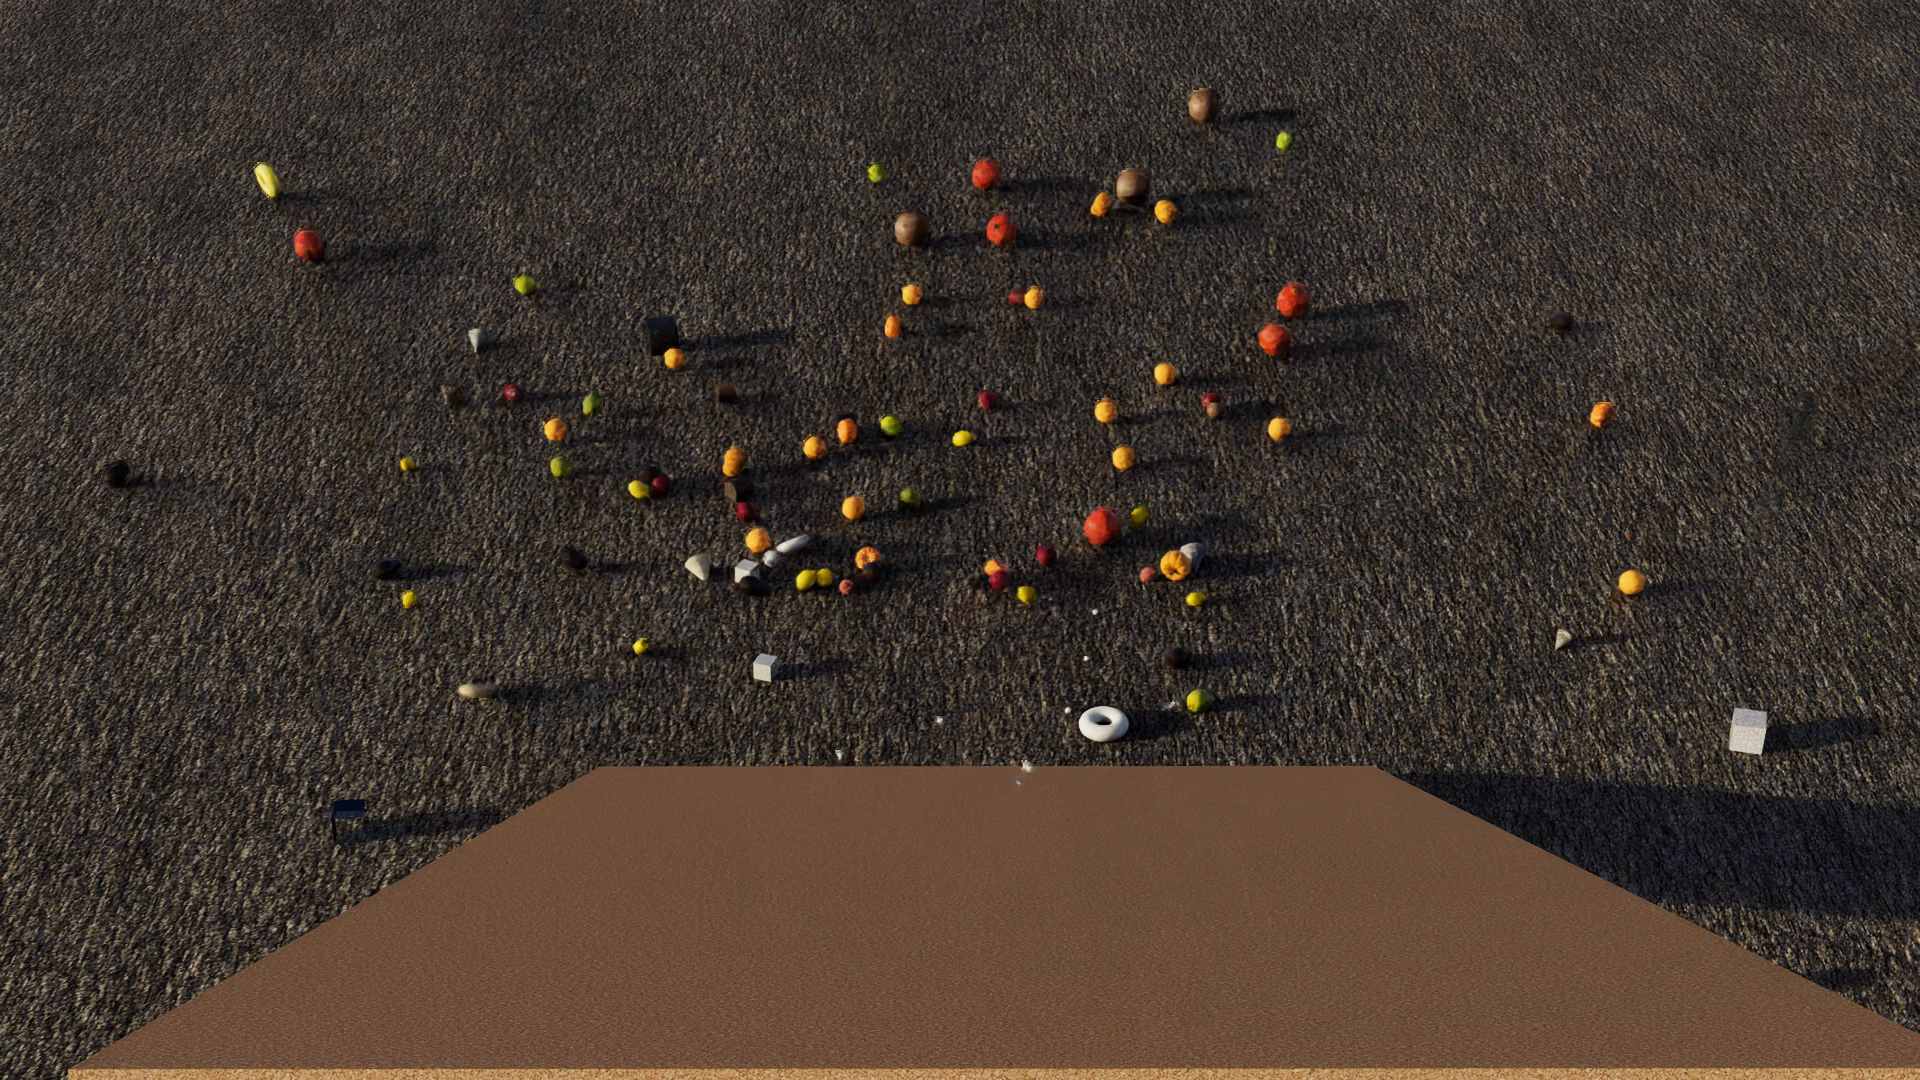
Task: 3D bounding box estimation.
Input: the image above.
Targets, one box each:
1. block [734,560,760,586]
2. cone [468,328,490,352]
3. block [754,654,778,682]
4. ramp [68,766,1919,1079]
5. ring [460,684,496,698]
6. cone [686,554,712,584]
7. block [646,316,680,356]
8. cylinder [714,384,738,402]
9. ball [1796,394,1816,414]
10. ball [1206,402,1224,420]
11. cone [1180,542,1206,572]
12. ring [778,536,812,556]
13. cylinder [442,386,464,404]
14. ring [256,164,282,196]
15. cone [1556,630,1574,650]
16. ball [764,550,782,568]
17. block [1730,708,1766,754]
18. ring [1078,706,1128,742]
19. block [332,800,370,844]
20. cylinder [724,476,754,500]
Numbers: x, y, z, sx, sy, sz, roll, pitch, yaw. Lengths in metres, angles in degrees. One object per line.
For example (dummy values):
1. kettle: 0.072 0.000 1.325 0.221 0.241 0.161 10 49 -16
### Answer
1. block: -0.625 0.096 7.614 0.052 0.052 0.052 16 35 24
2. cone: -1.657 -0.674 8.896 0.074 0.074 0.074 2 58 3
3. block: -0.540 0.354 7.191 0.051 0.051 0.051 10 33 16
4. ramp: 0.070 0.618 4.697 2.000 0.100 4.000 0 0 0
5. ring: -1.321 0.411 7.085 0.098 0.033 0.098 2 -1 0
6. cone: -0.758 0.096 7.628 0.082 0.082 0.082 -13 60 -21
7. block: -1.020 -0.699 8.878 0.094 0.094 0.094 -8 32 -13
8. cylinder: -0.774 -0.485 8.561 0.057 0.057 0.057 2 27 -30
9. ball: 2.775 -0.447 8.495 0.062 0.062 0.062 0 31 0
10. ball: 0.835 -0.422 8.457 0.058 0.058 0.058 0 31 0
11. cone: 0.696 0.064 7.681 0.082 0.082 0.082 -2 58 -4
12. ring: -0.494 0.017 7.718 0.109 0.036 0.109 -21 -3 -1
13. cylinder: -1.673 -0.478 8.548 0.057 0.057 0.057 -12 33 -19
14. ring: -2.655 -1.380 9.941 0.046 0.137 0.137 -34 44 -24
15. cone: 1.696 0.293 7.316 0.057 0.057 0.057 28 68 37
16. ball: -0.556 0.055 7.679 0.054 0.054 0.054 0 31 0
17. block: 2.101 0.509 6.906 0.082 0.082 0.082 8 32 13
18. ring: 0.387 0.495 6.967 0.134 0.045 0.134 -1 31 1
19. block: -1.547 0.714 6.573 0.078 0.078 0.078 -3 31 -4
20. cylinder: -0.685 -0.161 8.025 0.063 0.063 0.063 -24 39 -33
